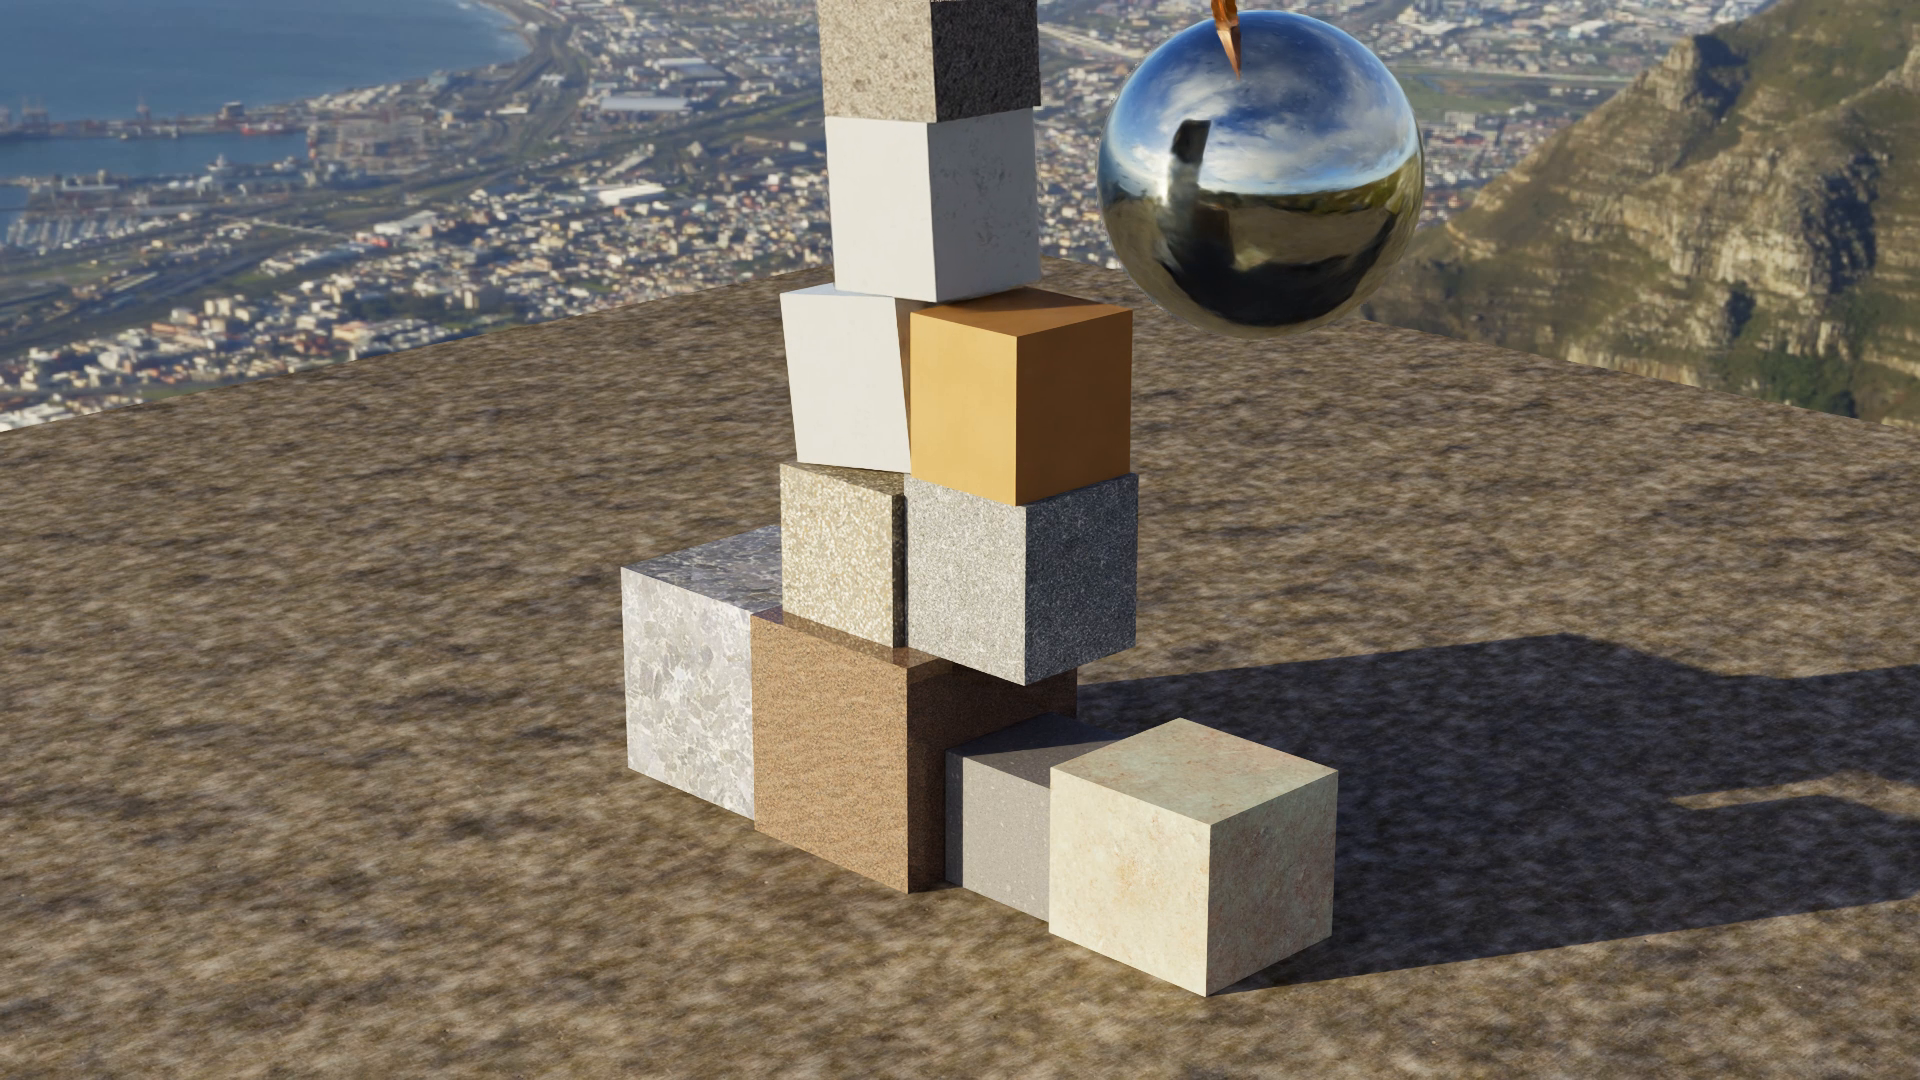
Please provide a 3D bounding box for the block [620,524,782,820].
[{"bbox_3d":[-0.946,0.641,14.541,0.998,1.058,1.034,-17,24,-42],"label":"block"}]

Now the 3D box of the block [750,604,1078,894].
[{"bbox_3d":[-0.213,0.855,13.819,1.113,1.082,1.047,-17,24,-42],"label":"block"}]

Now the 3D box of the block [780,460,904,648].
[{"bbox_3d":[-0.278,-0.019,13.606,0.812,0.714,0.741,-17,24,-42],"label":"block"}]

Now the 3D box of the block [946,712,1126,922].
[{"bbox_3d":[0.431,1.252,13.303,0.698,0.634,0.708,-17,24,-42],"label":"block"}]

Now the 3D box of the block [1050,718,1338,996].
[{"bbox_3d":[1.009,1.356,12.736,0.850,0.776,0.899,-17,24,-42],"label":"block"}]

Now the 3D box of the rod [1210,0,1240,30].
[{"bbox_3d":[0.636,-4.575,12.570,0.080,5.200,0.080,17,44,42],"label":"rod"}]

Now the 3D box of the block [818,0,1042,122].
[{"bbox_3d":[-0.140,-2.267,12.796,0.640,0.784,0.713,-16,20,-42],"label":"block"}]

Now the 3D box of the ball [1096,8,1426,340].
[{"bbox_3d":[1.467,-1.780,14.320,1.600,1.600,1.600,0,17,0],"label":"ball"}]

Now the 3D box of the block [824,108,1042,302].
[{"bbox_3d":[-0.116,-1.511,12.976,0.650,0.770,0.647,-16,20,-42],"label":"block"}]

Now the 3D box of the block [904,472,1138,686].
[{"bbox_3d":[0.271,0.092,13.098,0.747,0.807,0.723,17,24,42],"label":"block"}]

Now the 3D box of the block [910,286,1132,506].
[{"bbox_3d":[0.269,-0.641,12.847,0.638,0.742,0.730,17,24,42],"label":"block"}]

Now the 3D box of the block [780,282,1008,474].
[{"bbox_3d":[-0.267,-0.783,13.386,0.706,0.782,0.760,-17,16,-42],"label":"block"}]
